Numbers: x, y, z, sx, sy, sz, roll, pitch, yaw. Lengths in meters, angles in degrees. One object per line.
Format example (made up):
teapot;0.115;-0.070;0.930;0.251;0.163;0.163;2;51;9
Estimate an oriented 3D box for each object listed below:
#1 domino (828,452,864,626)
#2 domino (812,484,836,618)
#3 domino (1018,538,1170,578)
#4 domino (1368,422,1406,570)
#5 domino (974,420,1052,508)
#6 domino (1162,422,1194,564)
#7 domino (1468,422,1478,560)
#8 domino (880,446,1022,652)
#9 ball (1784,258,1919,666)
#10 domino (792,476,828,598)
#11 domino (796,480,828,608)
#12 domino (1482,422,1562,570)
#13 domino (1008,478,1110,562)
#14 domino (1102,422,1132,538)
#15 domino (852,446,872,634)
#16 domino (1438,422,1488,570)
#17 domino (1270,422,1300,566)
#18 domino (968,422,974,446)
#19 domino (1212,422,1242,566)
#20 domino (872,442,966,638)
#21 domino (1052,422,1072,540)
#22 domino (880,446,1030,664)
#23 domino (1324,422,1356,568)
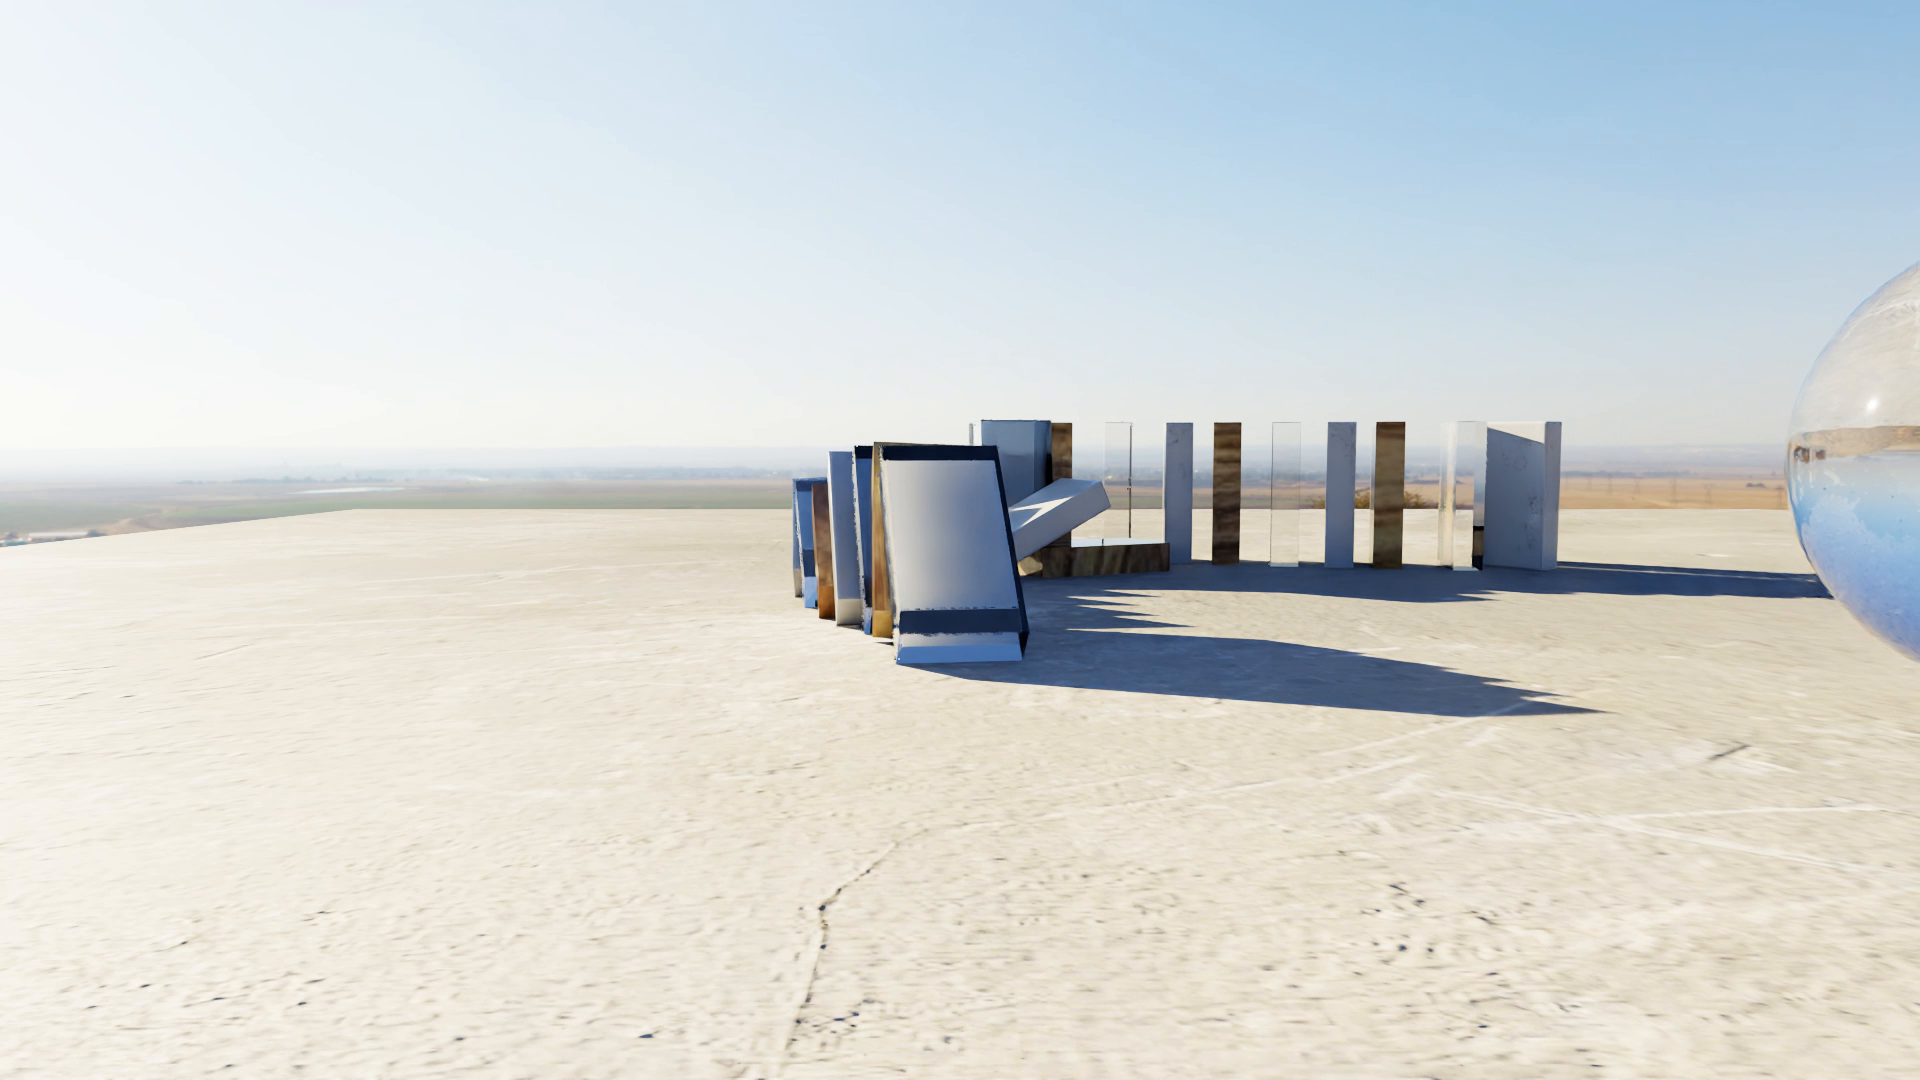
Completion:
domino;-0.019;-0.001;0.316;0.025;0.009;0.050;-1;47;-9
domino;-0.025;0.002;0.333;0.025;0.009;0.050;-1;32;-9
domino;0.042;0.006;0.429;0.050;0.010;0.025;-2;5;-28
domino;0.149;-0.016;0.447;0.009;0.050;0.025;1;4;14
domino;0.018;-0.016;0.440;0.025;0.050;0.009;-1;0;-15
domino;0.078;-0.017;0.463;0.009;0.050;0.025;1;4;7
domino;0.199;-0.017;0.466;0.025;0.050;0.009;0;4;-1
domino;-0.003;0.001;0.276;0.025;0.050;0.009;-1;-41;-9
ball;0.179;-0.013;0.205;0.080;0.080;0.080;0;4;0
domino;-0.036;-0.002;0.376;0.025;0.009;0.050;-3;33;-6
domino;-0.032;0.000;0.354;0.025;0.009;0.050;-2;32;-9
domino;0.193;-0.016;0.444;0.010;0.050;0.025;-3;5;-35
domino;0.022;-0.004;0.418;0.050;0.010;0.025;-30;17;-22
domino;0.057;-0.017;0.465;0.010;0.050;0.025;0;4;5
domino;-0.011;-0.001;0.302;0.025;0.050;0.010;-1;-41;-9
domino;0.173;-0.016;0.442;0.009;0.050;0.025;1;4;9
domino;0.116;-0.017;0.456;0.010;0.050;0.025;1;4;15
domino;0.016;-0.017;0.459;0.025;0.050;0.009;3;5;31
domino;0.096;-0.017;0.461;0.009;0.050;0.025;1;4;11
domino;-0.007;-0.001;0.290;0.025;0.050;0.010;2;-41;-7
domino;0.032;-0.017;0.466;0.009;0.050;0.025;-1;4;-12
domino;-0.002;0.002;0.263;0.025;0.050;0.009;-1;-41;-9
domino;0.134;-0.016;0.451;0.009;0.050;0.025;1;4;15
